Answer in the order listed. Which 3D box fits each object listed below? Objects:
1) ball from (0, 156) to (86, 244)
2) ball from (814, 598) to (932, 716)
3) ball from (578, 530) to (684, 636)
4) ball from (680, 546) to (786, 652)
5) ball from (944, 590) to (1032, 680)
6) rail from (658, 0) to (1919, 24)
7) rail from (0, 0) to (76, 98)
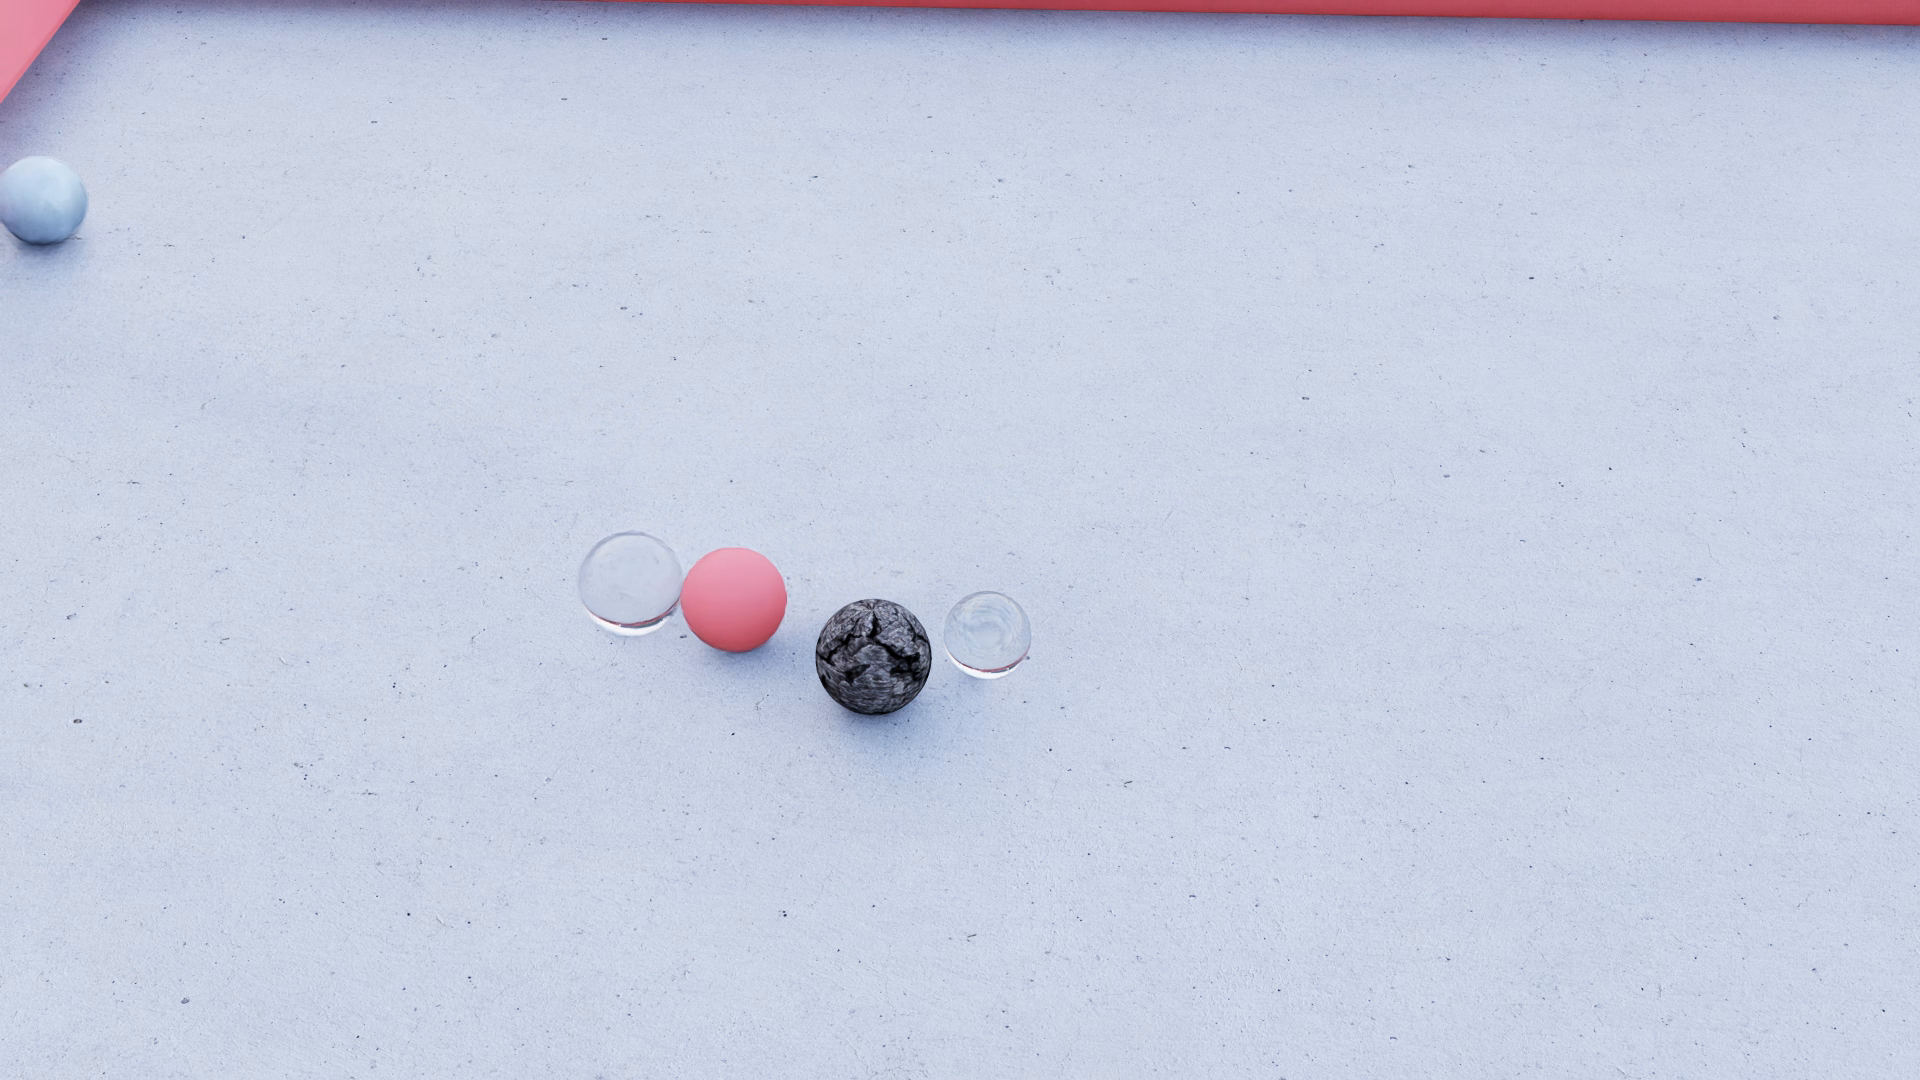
[{"bbox_3d":[-0.746,-0.275,2.083,0.071,0.071,0.071,0,36,0],"label":"ball"},{"bbox_3d":[-0.054,0.073,1.599,0.073,0.073,0.073,0,36,0],"label":"ball"},{"bbox_3d":[-0.213,0.028,1.664,0.069,0.069,0.069,0,36,0],"label":"ball"},{"bbox_3d":[-0.146,0.038,1.651,0.068,0.068,0.068,0,36,0],"label":"ball"},{"bbox_3d":[0.017,0.060,1.630,0.056,0.056,0.056,0,36,0],"label":"ball"},{"bbox_3d":[0.936,-0.516,2.394,3.589,0.095,0.045,1,36,2],"label":"rail"},{"bbox_3d":[-0.873,-0.035,1.728,0.045,0.095,1.847,1,36,2],"label":"rail"}]
